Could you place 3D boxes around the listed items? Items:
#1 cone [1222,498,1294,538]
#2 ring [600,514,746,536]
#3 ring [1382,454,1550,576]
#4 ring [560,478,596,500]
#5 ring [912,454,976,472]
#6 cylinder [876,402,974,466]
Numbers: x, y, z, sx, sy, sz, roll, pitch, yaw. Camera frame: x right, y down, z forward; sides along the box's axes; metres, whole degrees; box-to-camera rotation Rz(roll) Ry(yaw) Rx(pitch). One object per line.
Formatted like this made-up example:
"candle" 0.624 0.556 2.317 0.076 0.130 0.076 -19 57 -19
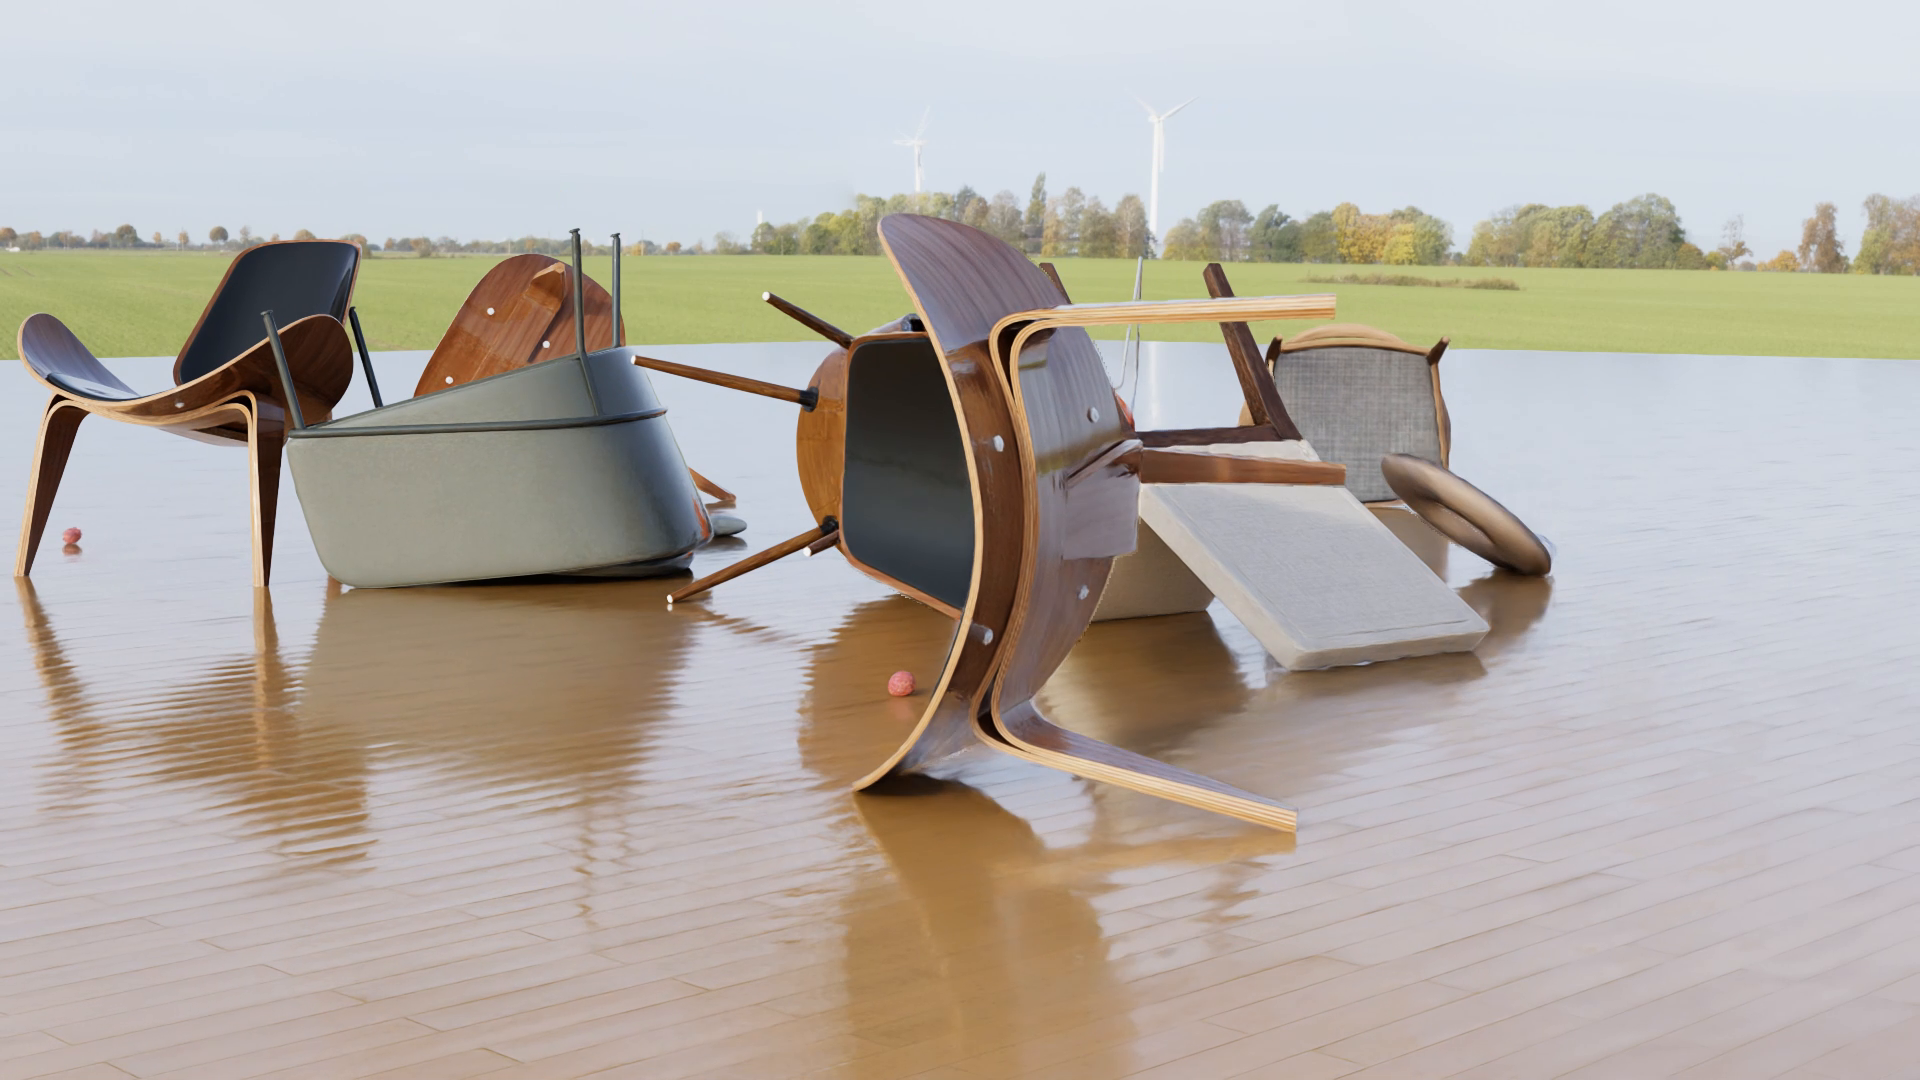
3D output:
"cone" 0.726 -0.033 6.510 0.206 0.096 0.144 5 26 34
"ring" -0.731 -0.037 6.540 0.387 0.048 0.168 0 5 7
"ring" 1.112 -0.055 5.645 0.436 0.066 0.466 36 -3 -7
"ring" -1.136 -0.152 7.617 0.095 0.056 0.125 -8 11 -44
"ring" -0.051 -0.257 8.637 0.217 0.056 0.125 0 5 -2
"cylinder" -0.123 -0.364 8.862 0.282 0.252 0.180 -2 50 -21
